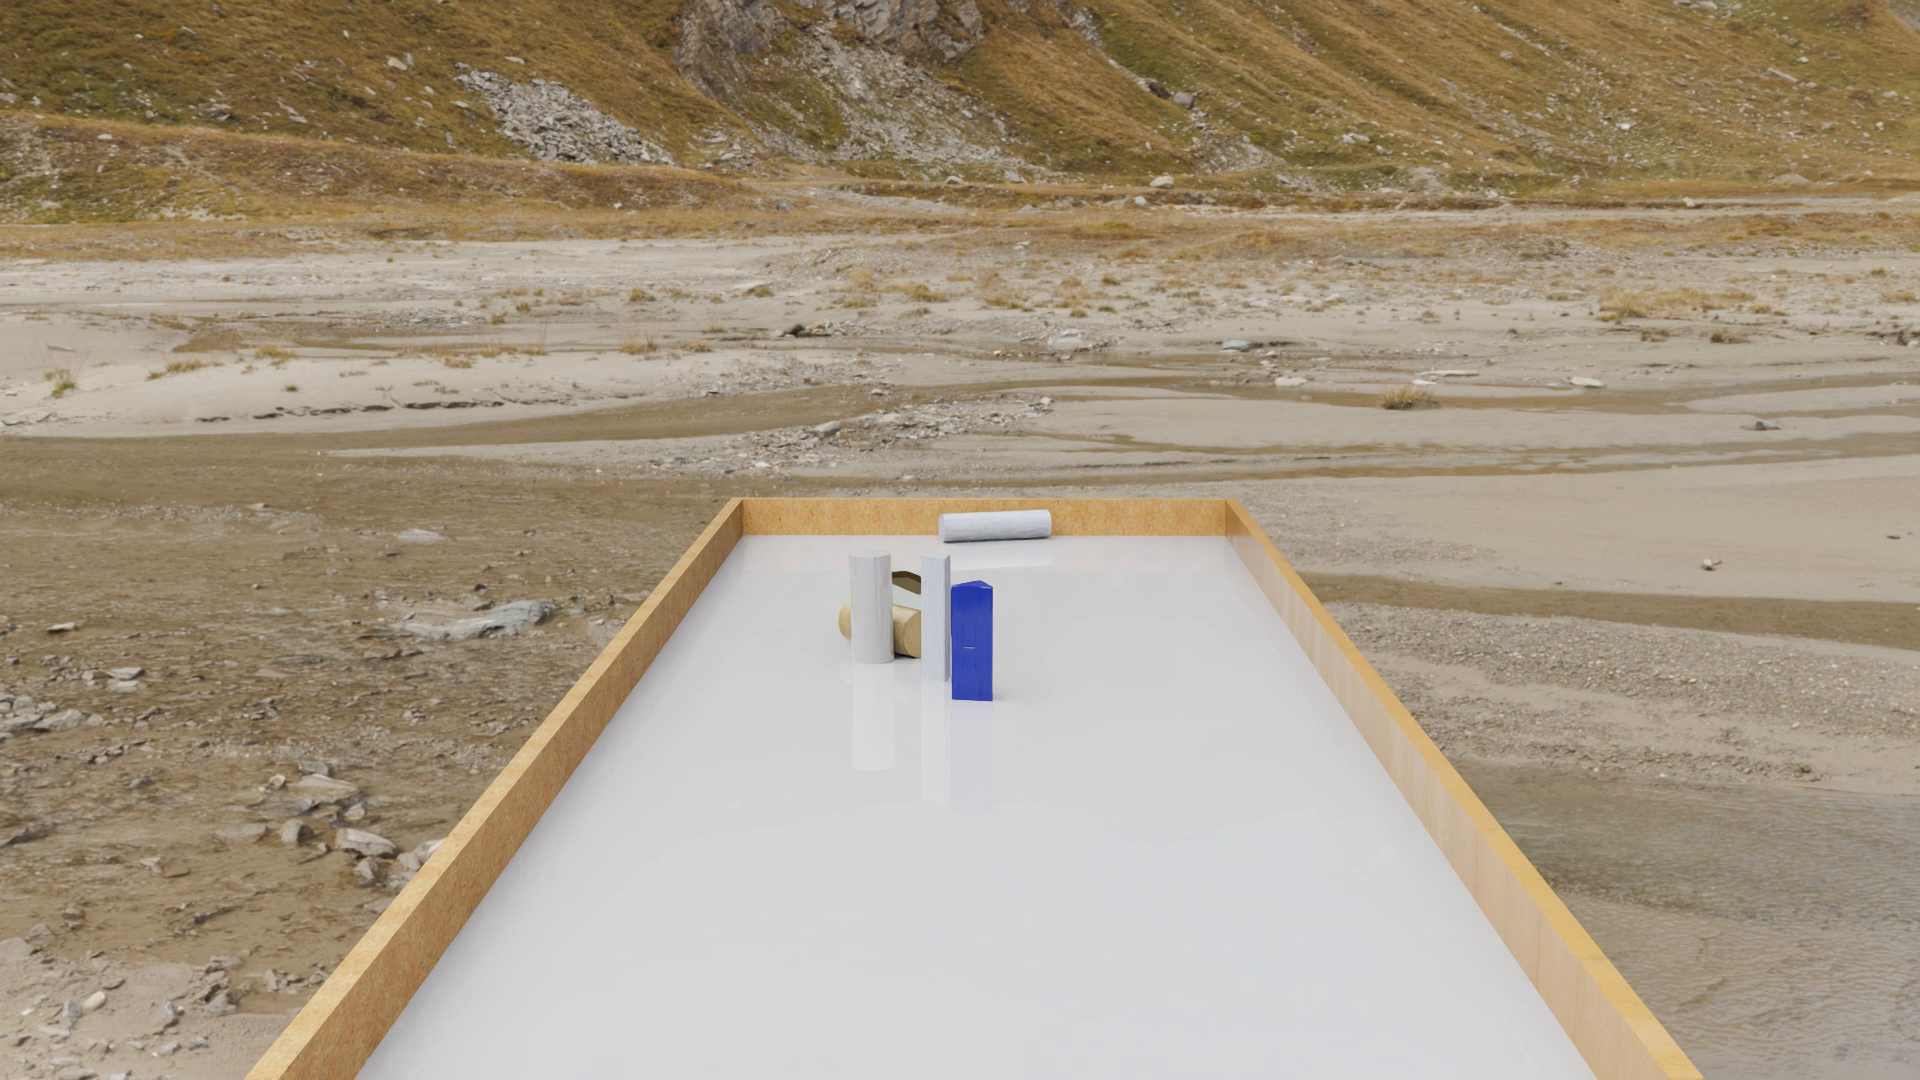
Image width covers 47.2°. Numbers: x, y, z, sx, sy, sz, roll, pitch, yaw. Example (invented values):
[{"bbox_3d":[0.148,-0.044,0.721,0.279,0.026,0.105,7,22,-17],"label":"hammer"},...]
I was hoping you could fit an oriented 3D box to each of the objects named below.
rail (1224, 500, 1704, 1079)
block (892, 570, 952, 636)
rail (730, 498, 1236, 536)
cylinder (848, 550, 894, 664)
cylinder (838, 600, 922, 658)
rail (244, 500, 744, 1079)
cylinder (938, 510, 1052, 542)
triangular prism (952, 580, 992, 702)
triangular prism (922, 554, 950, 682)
[{"bbox_3d":[1.046,0.843,3.208,0.050,0.150,12.000,0,9,1],"label":"rail"},{"bbox_3d":[-0.158,0.209,7.238,0.142,0.142,0.428,-4,10,-23],"label":"block"},{"bbox_3d":[0.099,-0.098,9.147,2.100,0.150,0.050,0,9,1],"label":"rail"},{"bbox_3d":[-0.269,0.202,6.674,0.128,0.329,0.128,-1,11,0],"label":"cylinder"},{"bbox_3d":[-0.222,0.269,6.848,0.144,0.144,0.328,-7,12,-39],"label":"cylinder"},{"bbox_3d":[-1.004,0.839,3.234,0.050,0.150,12.000,0,9,1],"label":"rail"},{"bbox_3d":[0.143,-0.058,9.007,0.450,0.116,0.116,-3,9,-15],"label":"cylinder"},{"bbox_3d":[0.045,0.282,6.194,0.116,0.325,0.101,2,9,13],"label":"triangular prism"},{"bbox_3d":[-0.054,0.225,6.423,0.089,0.364,0.077,8,12,40],"label":"triangular prism"}]
